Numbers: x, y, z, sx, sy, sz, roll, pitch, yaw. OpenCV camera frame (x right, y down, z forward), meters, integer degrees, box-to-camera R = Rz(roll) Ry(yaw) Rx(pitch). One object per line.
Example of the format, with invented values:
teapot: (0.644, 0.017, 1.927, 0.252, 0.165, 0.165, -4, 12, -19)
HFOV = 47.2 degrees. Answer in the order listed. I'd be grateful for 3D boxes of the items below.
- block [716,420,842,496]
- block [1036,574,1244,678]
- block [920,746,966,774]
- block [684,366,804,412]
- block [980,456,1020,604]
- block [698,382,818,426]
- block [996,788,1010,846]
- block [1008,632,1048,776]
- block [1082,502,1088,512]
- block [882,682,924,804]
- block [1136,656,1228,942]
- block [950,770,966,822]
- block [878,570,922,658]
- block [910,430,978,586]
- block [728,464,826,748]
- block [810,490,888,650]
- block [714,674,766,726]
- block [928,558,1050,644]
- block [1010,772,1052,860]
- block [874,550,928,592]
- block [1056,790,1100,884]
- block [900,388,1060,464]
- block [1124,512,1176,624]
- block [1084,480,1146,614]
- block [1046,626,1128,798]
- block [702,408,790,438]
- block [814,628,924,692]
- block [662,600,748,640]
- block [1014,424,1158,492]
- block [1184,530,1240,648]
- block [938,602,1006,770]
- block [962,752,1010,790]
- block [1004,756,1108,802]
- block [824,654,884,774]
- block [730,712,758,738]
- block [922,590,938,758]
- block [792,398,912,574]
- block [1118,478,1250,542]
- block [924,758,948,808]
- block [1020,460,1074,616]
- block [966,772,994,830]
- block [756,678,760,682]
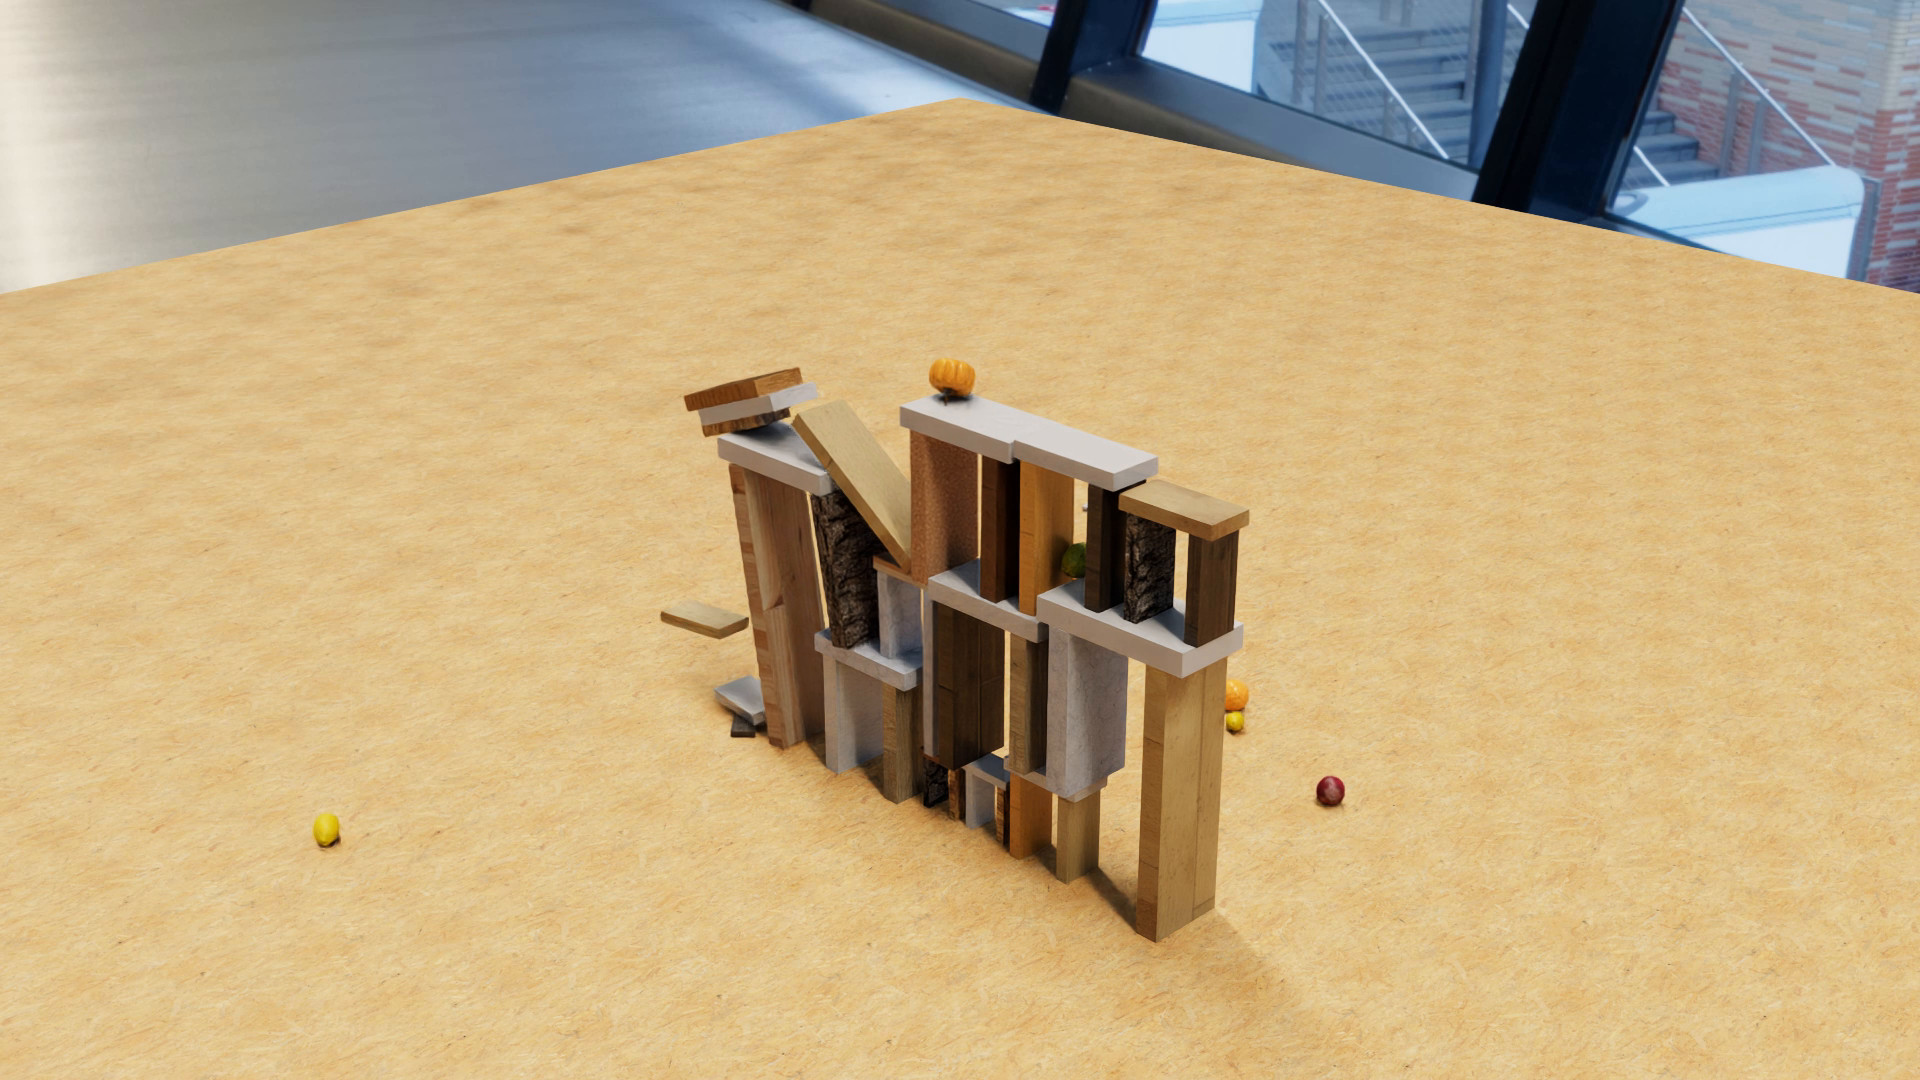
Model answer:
block: (-0.334, -0.171, 4.508, 0.160, 0.045, 0.319, -21, 30, -41)
block: (0.320, 0.146, 3.941, 0.340, 0.048, 0.170, 21, 31, 40)
block: (-0.022, 0.435, 4.425, 0.057, 0.016, 0.113, -21, 31, -40)
block: (-0.454, -0.314, 4.595, 0.123, 0.035, 0.247, -22, 10, -42)
block: (0.104, -0.038, 4.103, 0.143, 0.286, 0.041, -21, 31, -40)
block: (-0.420, -0.283, 4.568, 0.123, 0.035, 0.247, -22, 10, -42)
block: (0.102, 0.532, 4.341, 0.018, 0.129, 0.064, 21, 31, 41)
block: (0.158, 0.289, 4.170, 0.144, 0.287, 0.041, -21, 31, -40)
block: (0.377, -0.097, 5.971, 0.053, 0.015, 0.105, 11, 25, 24)
block: (-0.095, 0.393, 4.491, 0.038, 0.267, 0.134, 21, 31, 41)
block: (0.401, 0.454, 3.985, 0.048, 0.552, 0.170, 21, 31, 41)
block: (0.004, 0.505, 4.426, 0.057, 0.113, 0.016, -21, 30, -40)
block: (-0.120, 0.137, 4.418, 0.026, 0.185, 0.093, 19, 30, 41)
block: (-0.029, -0.080, 4.229, 0.041, 0.309, 0.143, 21, 31, 40)
block: (-0.372, 0.122, 4.675, 0.160, 0.625, 0.045, -21, 22, -41)
block: (-0.207, 0.044, 4.463, 0.160, 0.319, 0.045, -21, 20, -41)
block: (-0.459, 0.352, 4.847, 0.091, 0.026, 0.183, -21, 26, -27)
block: (0.091, 0.112, 4.168, 0.144, 0.041, 0.287, -21, 31, -41)
block: (0.139, 0.523, 4.290, 0.093, 0.185, 0.026, -21, 31, -40)
block: (-0.074, 0.057, 4.335, 0.093, 0.026, 0.185, -21, 31, -41)
block: (0.227, 0.557, 4.210, 0.093, 0.185, 0.026, -21, 31, -41)
block: (0.038, -0.214, 4.099, 0.143, 0.041, 0.286, -21, 31, -41)
block: (0.336, 0.036, 3.877, 0.029, 0.205, 0.103, 21, 31, 40)
block: (0.277, 0.000, 3.918, 0.034, 0.239, 0.120, 21, 31, 40)
block: (0.238, 0.294, 4.091, 0.048, 0.340, 0.170, 21, 31, 40)
block: (-0.449, -0.249, 4.611, 0.183, 0.026, 0.091, -7, 10, 45)
block: (-0.158, 0.228, 4.490, 0.267, 0.038, 0.134, 21, 31, 41)
block: (-0.569, 0.177, 4.903, 0.183, 0.026, 0.091, 14, 25, 37)
block: (0.223, -0.148, 3.917, 0.239, 0.034, 0.120, 21, 31, 41)
block: (0.434, 0.074, 3.788, 0.029, 0.205, 0.103, 21, 31, 40)
block: (0.023, 0.266, 4.307, 0.144, 0.352, 0.041, -21, 31, -41)
block: (0.069, 0.454, 4.339, 0.064, 0.018, 0.129, -20, 30, -39)
block: (0.183, 0.443, 4.209, 0.093, 0.026, 0.185, -21, 31, -40)
block: (-0.221, 0.344, 4.607, 0.038, 0.267, 0.134, 21, 31, 41)
block: (-0.469, 0.400, 4.799, 0.053, 0.015, 0.105, 0, 23, 0)
block: (-0.030, 0.253, 4.370, 0.093, 0.361, 0.026, -21, 31, -41)
block: (-0.170, -0.110, 4.365, 0.123, 0.035, 0.400, -22, 66, -41)
block: (0.385, -0.053, 3.787, 0.205, 0.029, 0.103, 21, 31, 40)
block: (-0.048, 0.484, 4.475, 0.057, 0.113, 0.016, -21, 31, -41)
block: (0.160, -0.019, 4.040, 0.034, 0.300, 0.120, 17, 29, 36)
block: (0.041, 0.509, 4.397, 0.064, 0.129, 0.018, -21, 31, -41)
block: (-0.416, 0.327, 4.973, 0.091, 0.013, 0.045, 16, 28, 34)
